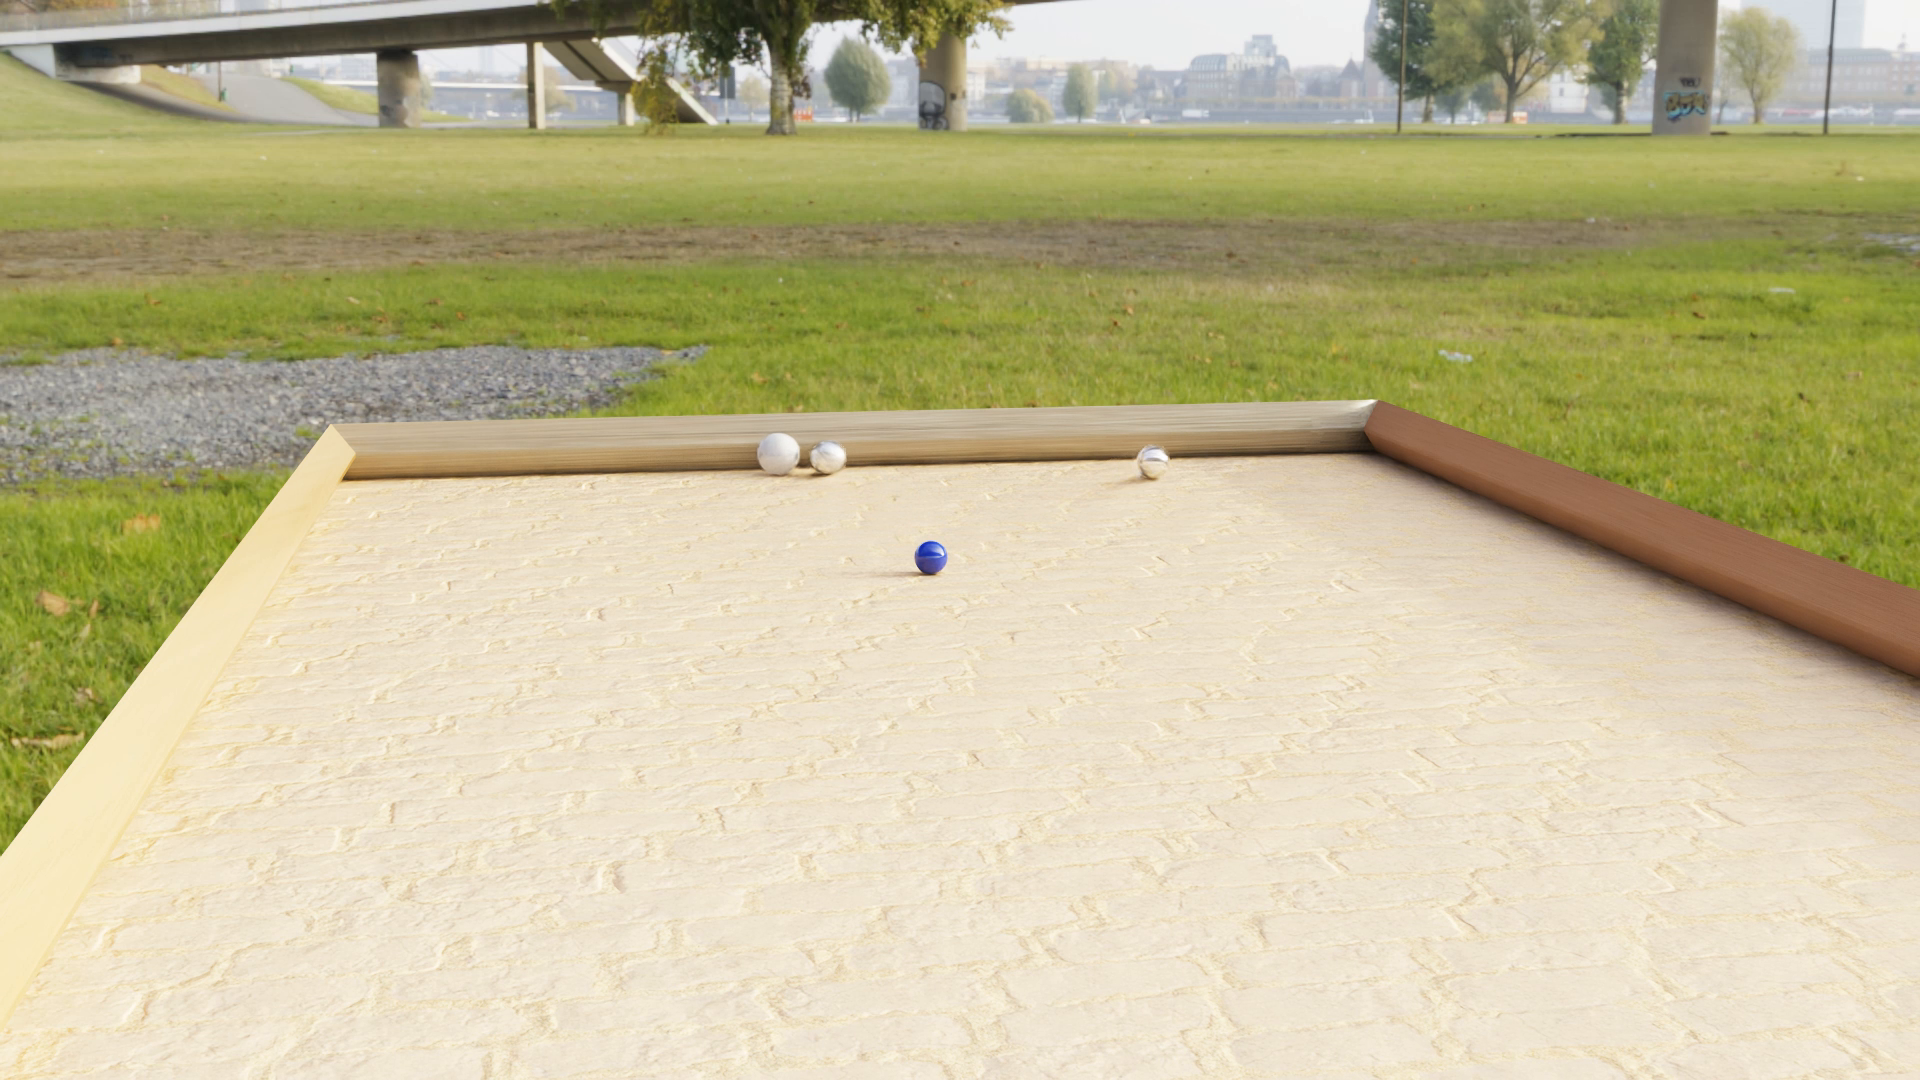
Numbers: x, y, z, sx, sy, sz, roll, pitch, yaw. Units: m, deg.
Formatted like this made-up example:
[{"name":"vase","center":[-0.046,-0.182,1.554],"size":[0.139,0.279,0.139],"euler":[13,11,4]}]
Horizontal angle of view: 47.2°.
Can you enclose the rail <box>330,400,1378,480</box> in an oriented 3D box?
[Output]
[{"name":"rail","center":[-0.149,-0.181,3.980],"size":[1.920,0.097,0.045],"euler":[-2,11,-10]}]

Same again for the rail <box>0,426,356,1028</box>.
[{"name":"rail","center":[-0.770,0.178,2.132],"size":[0.045,0.097,3.542],"euler":[-2,11,-10]}]

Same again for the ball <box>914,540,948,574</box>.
[{"name":"ball","center":[-0.040,0.024,3.059],"size":[0.048,0.048,0.048],"euler":[0,11,0]}]

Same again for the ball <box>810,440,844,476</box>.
[{"name":"ball","center":[-0.235,-0.145,3.895],"size":[0.061,0.061,0.061],"euler":[0,11,0]}]

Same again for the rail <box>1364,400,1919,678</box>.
[{"name":"rail","center":[1.075,0.116,2.449],"size":[0.045,0.097,3.542],"euler":[-2,11,-10]}]

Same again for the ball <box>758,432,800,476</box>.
[{"name":"ball","center":[-0.320,-0.152,3.894],"size":[0.075,0.075,0.075],"euler":[0,11,0]}]

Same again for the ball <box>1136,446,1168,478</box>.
[{"name":"ball","center":[0.338,-0.136,3.858],"size":[0.057,0.057,0.057],"euler":[0,11,0]}]
